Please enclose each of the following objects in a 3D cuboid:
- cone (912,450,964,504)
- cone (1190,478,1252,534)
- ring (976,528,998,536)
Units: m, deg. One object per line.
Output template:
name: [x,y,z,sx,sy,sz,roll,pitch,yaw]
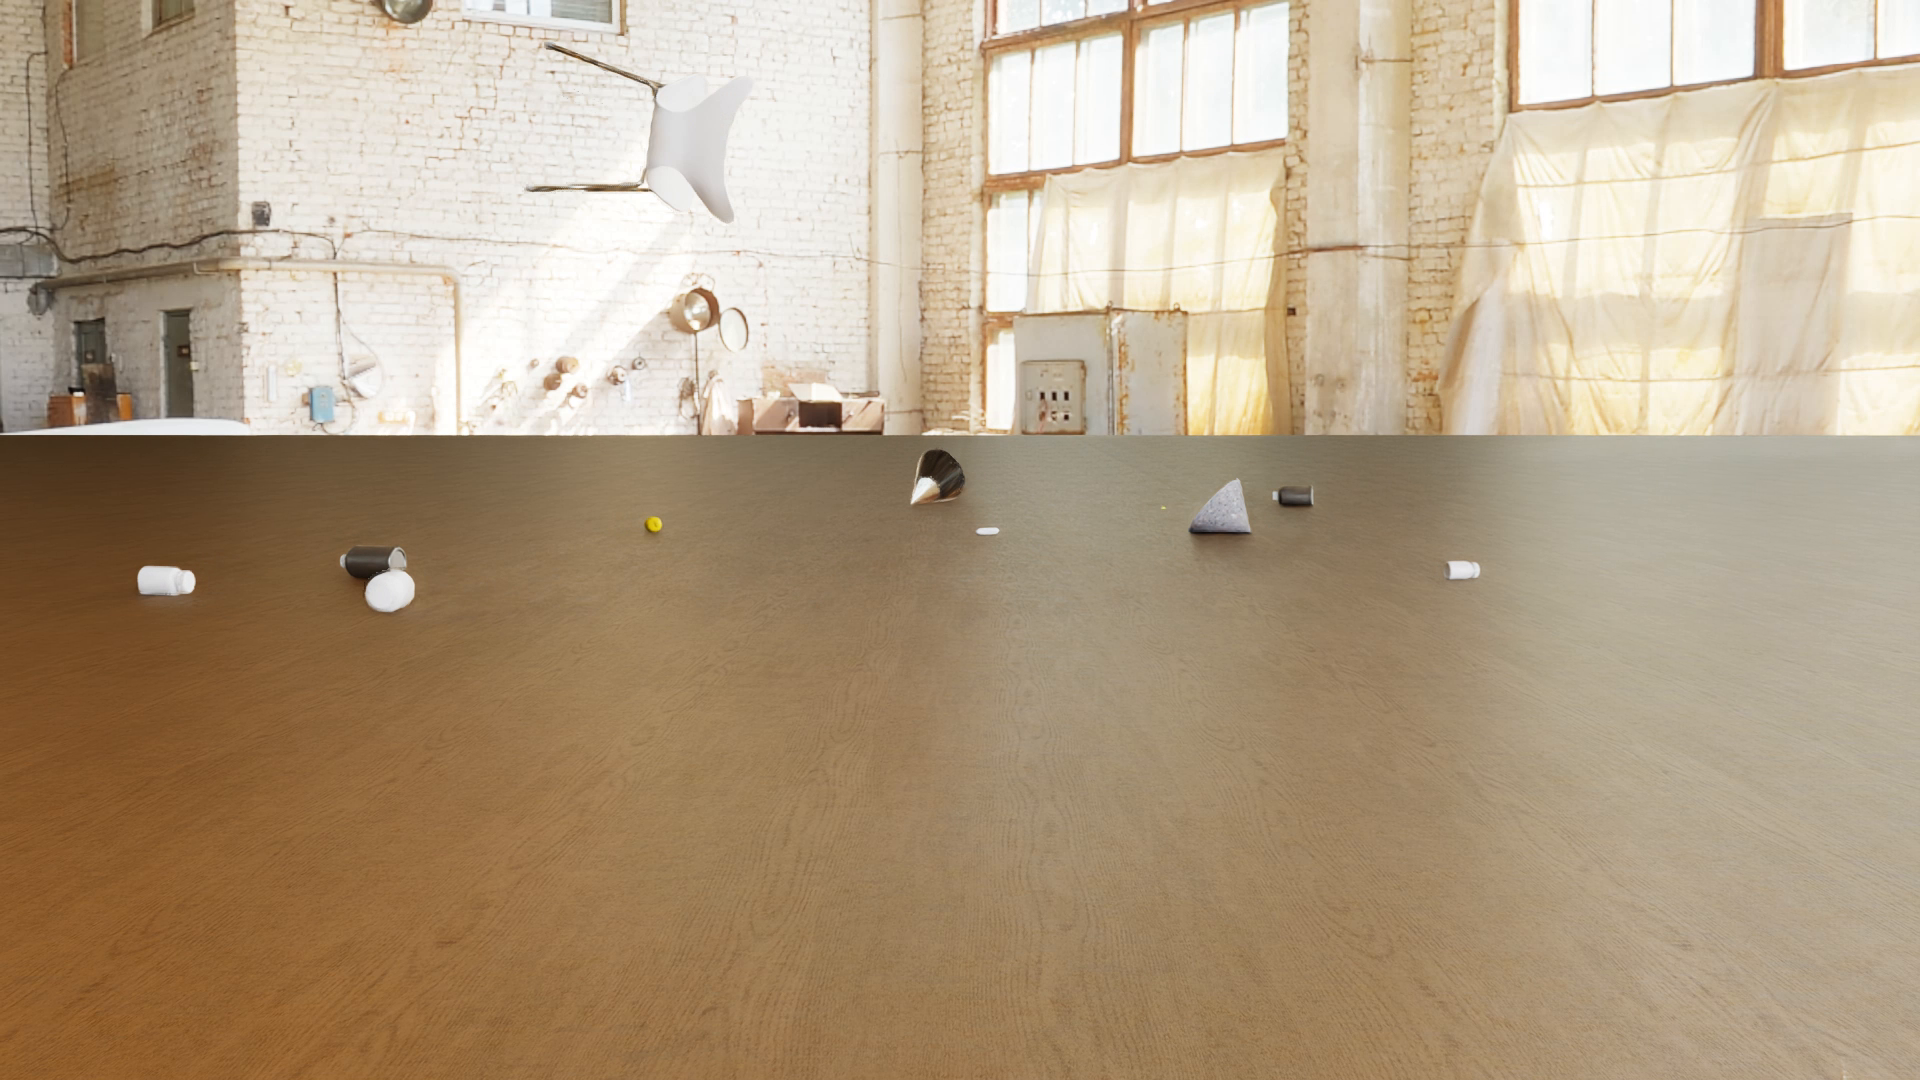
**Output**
cone: [-0.134,-0.197,8.654,0.203,0.225,0.286,1,25,26]
cone: [0.850,-0.063,6.847,0.145,0.190,0.294,39,39,16]
ring: [0.084,-0.027,6.798,0.049,0.019,0.110,1,4,35]
